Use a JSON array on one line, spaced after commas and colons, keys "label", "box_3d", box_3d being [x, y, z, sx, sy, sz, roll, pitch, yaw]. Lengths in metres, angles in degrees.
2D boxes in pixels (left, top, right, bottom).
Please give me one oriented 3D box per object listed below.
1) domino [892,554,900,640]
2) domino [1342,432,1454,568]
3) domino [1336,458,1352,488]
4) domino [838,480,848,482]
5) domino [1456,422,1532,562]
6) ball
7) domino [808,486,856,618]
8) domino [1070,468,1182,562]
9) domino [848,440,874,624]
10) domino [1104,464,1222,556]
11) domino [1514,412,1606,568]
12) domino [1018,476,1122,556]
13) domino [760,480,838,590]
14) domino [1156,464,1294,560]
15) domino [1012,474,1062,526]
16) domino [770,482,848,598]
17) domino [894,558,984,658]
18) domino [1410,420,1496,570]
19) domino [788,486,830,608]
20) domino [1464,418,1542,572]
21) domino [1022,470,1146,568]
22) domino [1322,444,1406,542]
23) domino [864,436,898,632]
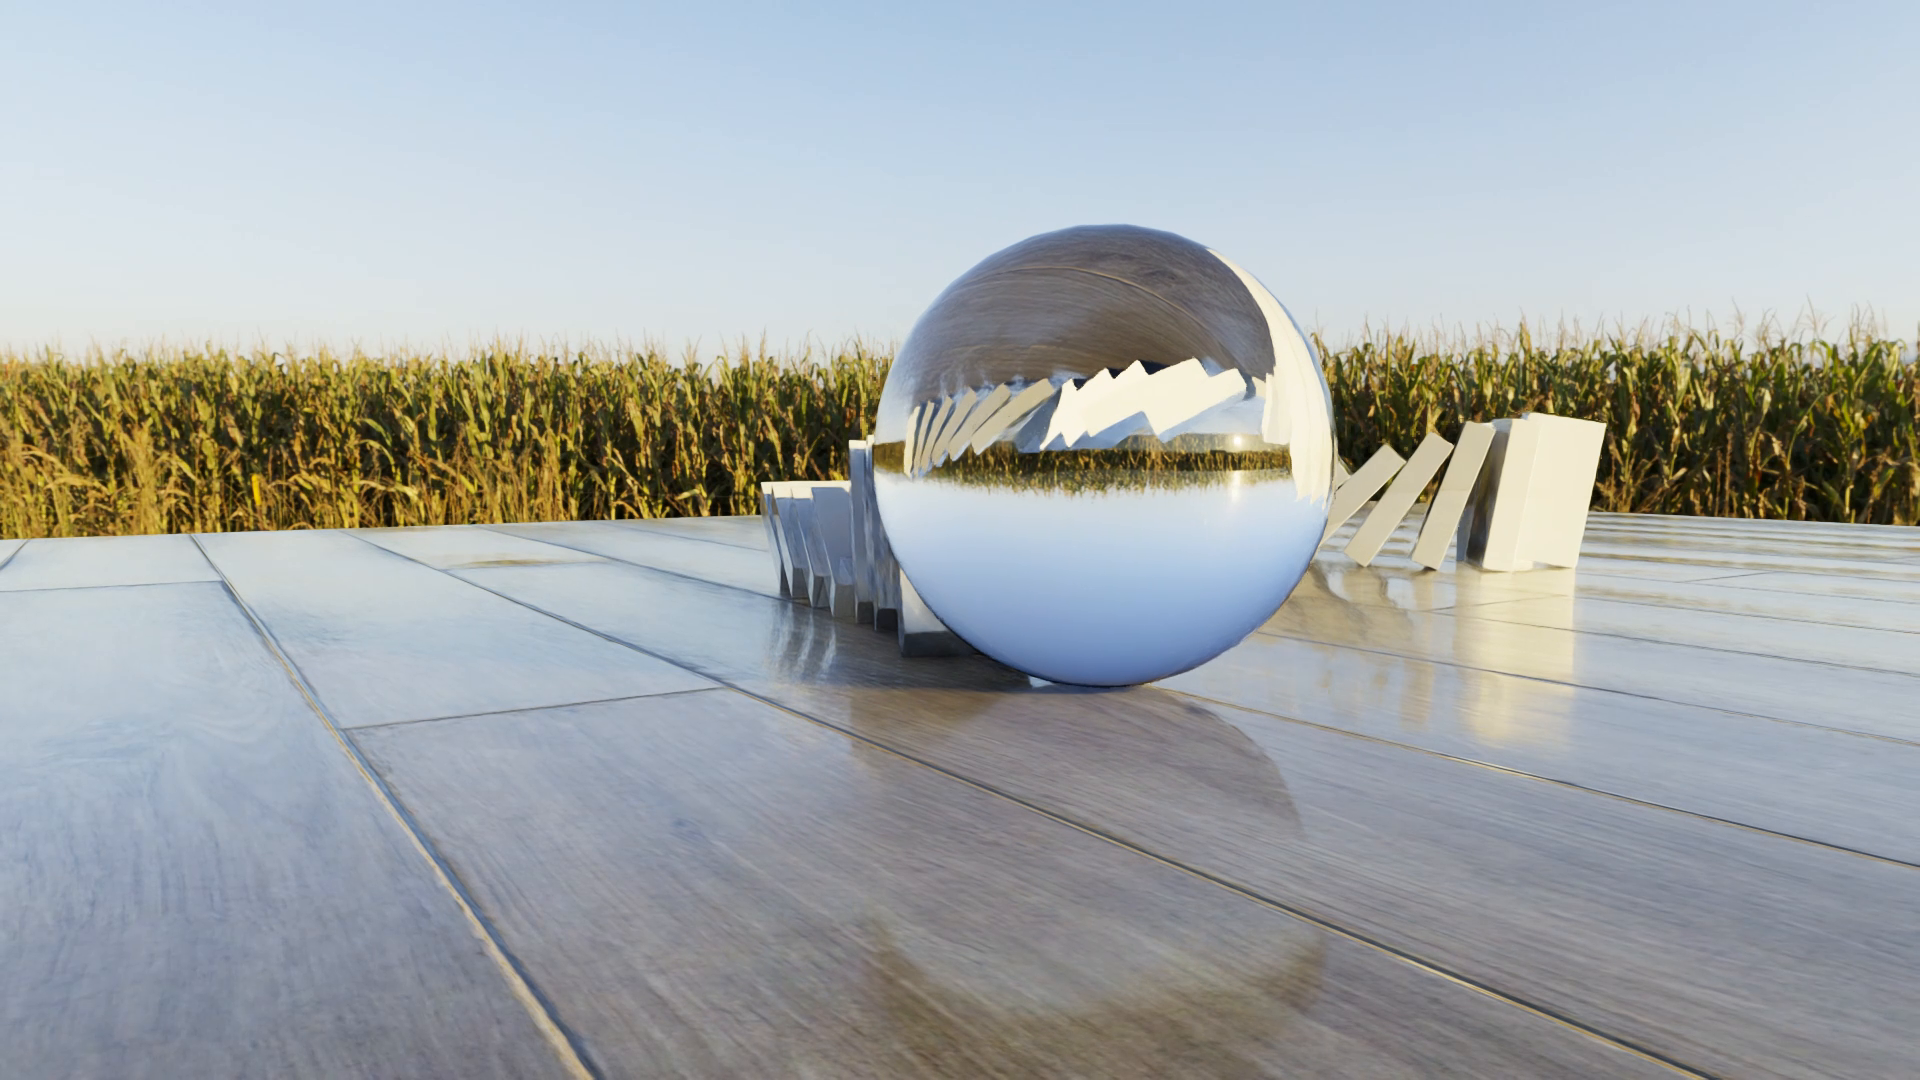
[{"label": "domino", "box_3d": [-0.002, -0.001, 0.280, 0.025, 0.050, 0.010, -1, -35, -8]}, {"label": "domino", "box_3d": [0.153, -0.014, 0.447, 0.009, 0.050, 0.025, 36, 15, 14]}, {"label": "domino", "box_3d": [0.118, -0.011, 0.463, 0.050, 0.009, 0.025, -39, -9, 19]}, {"label": "domino", "box_3d": [-0.044, -0.004, 0.422, 0.025, 0.009, 0.050, 0, 29, -5]}, {"label": "domino", "box_3d": [0.194, -0.017, 0.465, 0.025, 0.050, 0.010, -1, 4, -16]}, {"label": "ball", "box_3d": [0.025, -0.014, 0.224, 0.080, 0.080, 0.080, 0, 4, 0]}, {"label": "domino", "box_3d": [-0.024, 0.002, 0.335, 0.025, 0.010, 0.050, -1, 31, -14]}, {"label": "domino", "box_3d": [0.056, -0.010, 0.474, 0.050, 0.010, 0.025, -37, 23, -28]}, {"label": "domino", "box_3d": [-0.014, -0.003, 0.316, 0.025, 0.050, 0.010, -1, -38, -8]}, {"label": "domino", "box_3d": [0.073, -0.011, 0.487, 0.050, 0.009, 0.025, -37, 19, -28]}, {"label": "domino", "box_3d": [0.203, -0.017, 0.443, 0.025, 0.050, 0.010, 10, 6, 8]}, {"label": "domino", "box_3d": [0.027, -0.006, 0.436, 0.050, 0.009, 0.025, -28, 10, -8]}, {"label": "domino", "box_3d": [-0.046, -0.002, 0.398, 0.025, 0.009, 0.050, -2, 30, -16]}, {"label": "domino", "box_3d": [0.098, -0.010, 0.471, 0.050, 0.009, 0.025, -33, -7, 18]}, {"label": "domino", "box_3d": [0.007, -0.006, 0.432, 0.050, 0.009, 0.025, -27, 10, -5]}, {"label": "domino", "box_3d": [-0.040, -0.001, 0.377, 0.025, 0.010, 0.050, -2, 30, -15]}, {"label": "domino", "box_3d": [-0.001, 0.000, 0.268, 0.025, 0.050, 0.010, -1, -35, -8]}, {"label": "domino", "box_3d": [0.169, -0.016, 0.441, 0.009, 0.050, 0.025, 22, 11, 16]}, {"label": "domino", "box_3d": [-0.032, 0.001, 0.356, 0.025, 0.010, 0.050, -1, 30, -15]}, {"label": "domino", "box_3d": [0.184, -0.016, 0.436, 0.010, 0.050, 0.025, 10, 6, 8]}, {"label": "domino", "box_3d": [0.041, -0.008, 0.460, 0.050, 0.009, 0.025, -39, 26, -31]}, {"label": "domino", "box_3d": [0.136, -0.013, 0.455, 0.010, 0.050, 0.025, 46, 17, 11]}, {"label": "domino", "box_3d": [-0.009, -0.002, 0.304, 0.025, 0.050, 0.009, -1, -35, -8]}]
